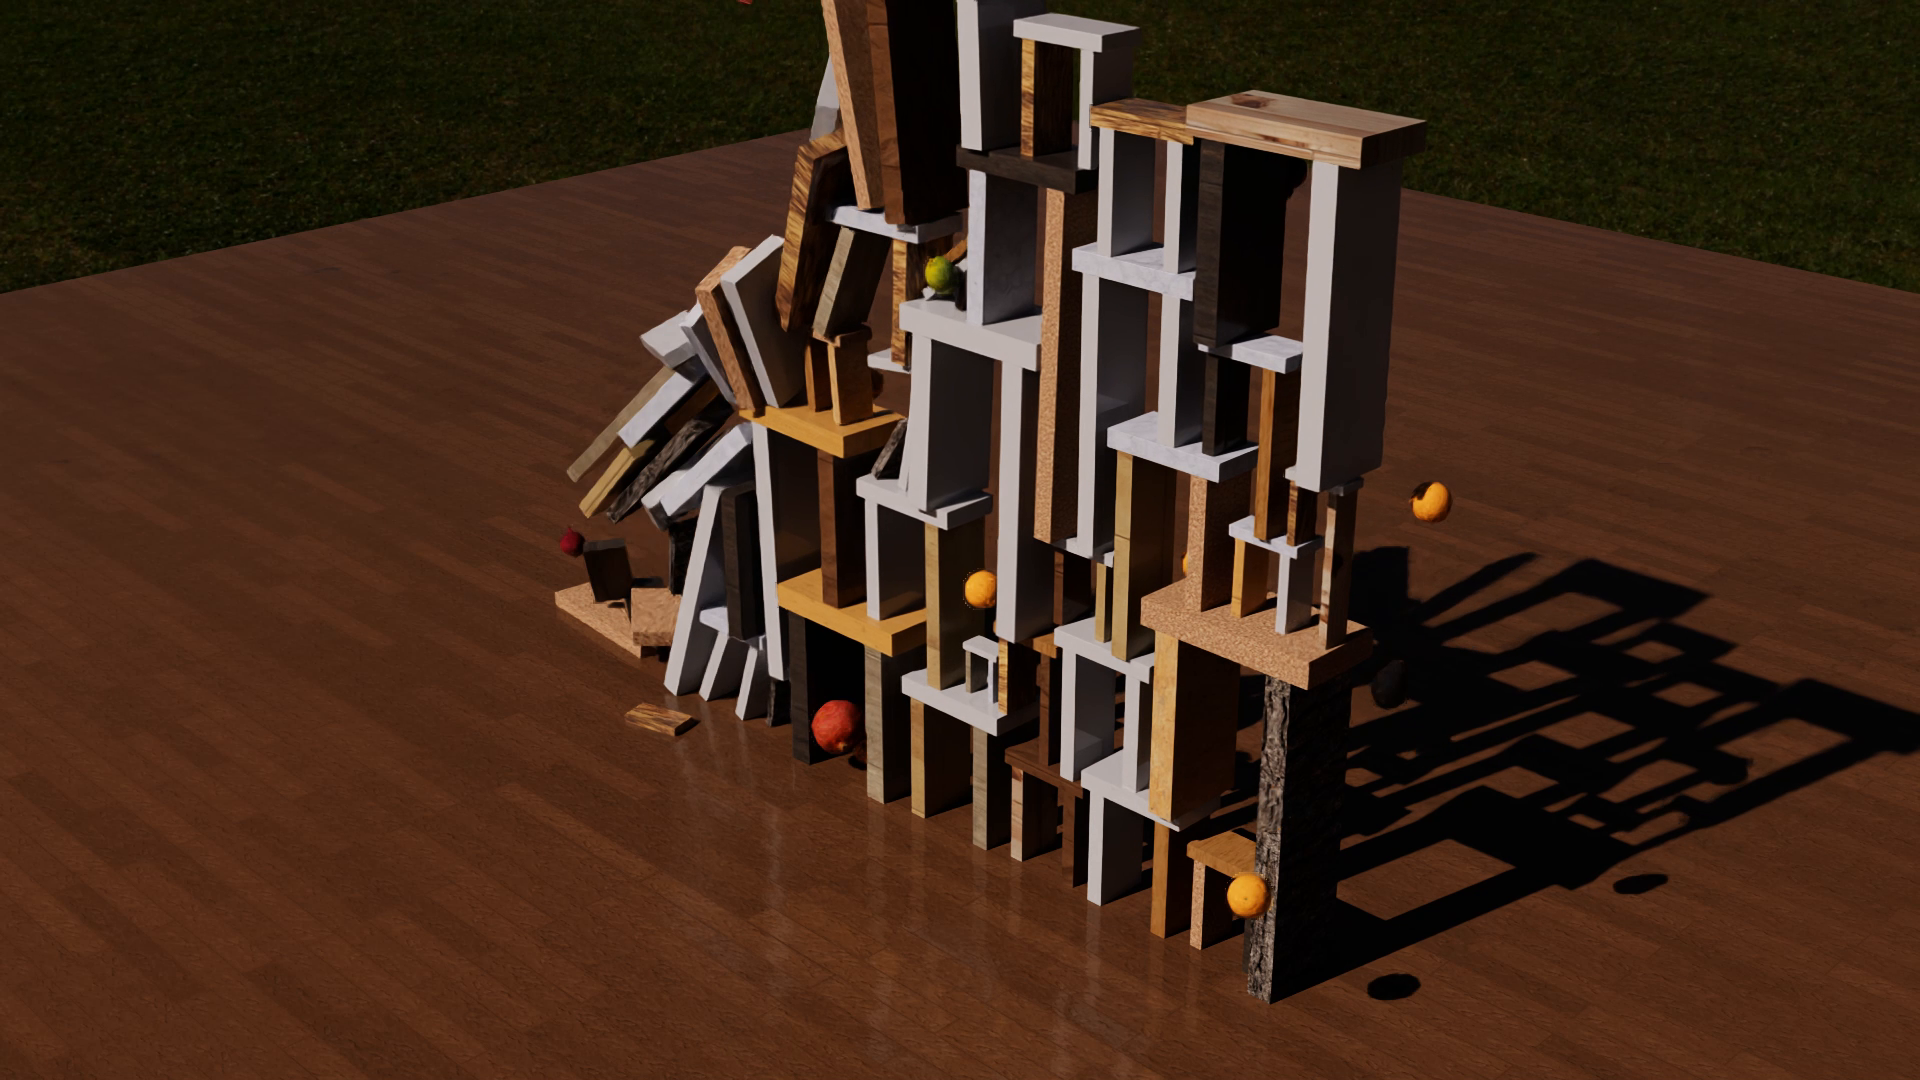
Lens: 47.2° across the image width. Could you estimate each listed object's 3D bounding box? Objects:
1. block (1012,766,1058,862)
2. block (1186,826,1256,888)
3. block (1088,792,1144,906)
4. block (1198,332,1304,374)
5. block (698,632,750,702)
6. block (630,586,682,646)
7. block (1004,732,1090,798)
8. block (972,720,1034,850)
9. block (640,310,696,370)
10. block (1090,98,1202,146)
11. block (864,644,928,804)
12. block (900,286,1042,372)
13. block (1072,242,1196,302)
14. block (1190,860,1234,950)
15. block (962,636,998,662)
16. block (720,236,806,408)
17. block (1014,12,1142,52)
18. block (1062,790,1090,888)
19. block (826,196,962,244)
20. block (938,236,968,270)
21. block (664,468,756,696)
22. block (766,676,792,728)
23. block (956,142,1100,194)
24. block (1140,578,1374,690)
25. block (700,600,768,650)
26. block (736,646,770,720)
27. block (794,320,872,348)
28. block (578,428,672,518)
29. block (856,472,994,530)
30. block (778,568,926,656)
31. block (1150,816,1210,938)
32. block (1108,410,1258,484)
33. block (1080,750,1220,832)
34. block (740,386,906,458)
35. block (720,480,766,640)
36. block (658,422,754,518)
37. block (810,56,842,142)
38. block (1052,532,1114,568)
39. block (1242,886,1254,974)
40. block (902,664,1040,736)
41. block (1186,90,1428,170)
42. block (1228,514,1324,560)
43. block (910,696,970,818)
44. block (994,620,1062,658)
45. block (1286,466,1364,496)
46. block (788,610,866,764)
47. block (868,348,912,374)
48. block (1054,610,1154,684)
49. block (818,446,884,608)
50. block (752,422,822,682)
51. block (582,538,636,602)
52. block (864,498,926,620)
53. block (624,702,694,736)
[{"bbox_3d":[0.146,0.516,4.286,0.101,0.202,0.029,-21,31,-41],"label":"block"},{"bbox_3d":[0.504,0.570,3.925,0.180,0.025,0.090,21,31,41],"label":"block"},{"bbox_3d":[0.294,0.560,4.140,0.033,0.235,0.117,21,31,41],"label":"block"},{"bbox_3d":[0.484,-0.311,3.566,0.176,0.025,0.088,21,31,41],"label":"block"},{"bbox_3d":[-0.507,0.260,4.885,0.106,0.212,0.030,-22,56,-42],"label":"block"},{"bbox_3d":[-0.709,0.176,5.150,0.118,0.034,0.237,-1,25,-10],"label":"block"},{"bbox_3d":[0.193,0.429,4.197,0.202,0.029,0.101,21,31,41],"label":"block"},{"bbox_3d":[0.085,0.467,4.325,0.037,0.262,0.131,21,31,41],"label":"block"},{"bbox_3d":[-0.589,-0.420,4.590,0.113,0.032,0.227,-31,24,-10],"label":"block"},{"bbox_3d":[0.328,-0.681,3.572,0.214,0.030,0.107,21,31,39],"label":"block"},{"bbox_3d":[-0.112,0.350,4.493,0.172,0.345,0.049,-21,31,-41],"label":"block"},{"bbox_3d":[0.071,-0.387,3.985,0.343,0.049,0.171,22,31,40],"label":"block"},{"bbox_3d":[0.328,-0.457,3.679,0.261,0.037,0.130,21,31,40],"label":"block"},{"bbox_3d":[0.461,0.648,4.004,0.025,0.180,0.090,21,31,41],"label":"block"},{"bbox_3d":[0.054,0.210,4.250,0.091,0.013,0.045,21,31,40],"label":"block"},{"bbox_3d":[-0.365,-0.430,4.359,0.044,0.310,0.155,20,52,36],"label":"block"},{"bbox_3d":[0.194,-0.843,3.650,0.196,0.028,0.098,22,31,40],"label":"block"},{"bbox_3d":[0.241,0.553,4.199,0.029,0.202,0.101,21,31,41],"label":"block"},{"bbox_3d":[-0.124,-0.600,4.084,0.239,0.034,0.120,20,31,39],"label":"block"},{"bbox_3d":[0.019,-0.532,3.979,0.067,0.019,0.134,-29,-1,-33],"label":"block"},{"bbox_3d":[-0.528,0.094,4.831,0.164,0.570,0.046,-21,50,-40],"label":"block"},{"bbox_3d":[-0.386,0.340,4.789,0.066,0.131,0.019,-21,42,-40],"label":"block"},{"bbox_3d":[0.141,-0.651,3.785,0.277,0.039,0.139,22,31,40],"label":"block"},{"bbox_3d":[0.503,0.148,3.745,0.179,0.051,0.358,-21,31,-41],"label":"block"},{"bbox_3d":[-0.456,0.179,4.765,0.106,0.030,0.212,-21,30,-40],"label":"block"},{"bbox_3d":[-0.422,0.294,4.800,0.106,0.212,0.030,-18,49,-36],"label":"block"},{"bbox_3d":[-0.253,-0.416,4.328,0.079,0.022,0.158,-19,29,-36],"label":"block"},{"bbox_3d":[-0.747,-0.149,4.925,0.036,0.256,0.128,52,44,6],"label":"block"},{"bbox_3d":[-0.069,-0.087,4.266,0.252,0.036,0.126,21,31,41],"label":"block"},{"bbox_3d":[-0.194,0.137,4.493,0.172,0.049,0.345,-21,31,-40],"label":"block"},{"bbox_3d":[0.405,0.603,4.038,0.117,0.235,0.033,-21,31,-41],"label":"block"},{"bbox_3d":[0.383,-0.160,3.738,0.243,0.034,0.121,21,31,40],"label":"block"},{"bbox_3d":[0.349,0.458,4.037,0.235,0.033,0.117,21,31,40],"label":"block"},{"bbox_3d":[-0.278,-0.249,4.435,0.164,0.047,0.329,-20,31,-39],"label":"block"},{"bbox_3d":[-0.418,0.034,4.646,0.164,0.328,0.046,-20,29,-39],"label":"block"},{"bbox_3d":[-0.488,-0.161,4.675,0.164,0.046,0.328,-19,-13,-46],"label":"block"},{"bbox_3d":[-0.253,-0.822,4.235,0.042,0.147,0.294,11,33,-4],"label":"block"},{"bbox_3d":[0.243,0.008,3.968,0.076,0.022,0.153,-21,31,-41],"label":"block"},{"bbox_3d":[0.546,0.681,3.926,0.025,0.180,0.090,21,31,41],"label":"block"},{"bbox_3d":[0.024,0.305,4.325,0.262,0.037,0.131,21,31,41],"label":"block"},{"bbox_3d":[0.530,-0.634,3.385,0.166,0.047,0.332,-21,31,-40],"label":"block"},{"bbox_3d":[0.525,-0.007,3.656,0.071,0.020,0.141,-21,31,-41],"label":"block"},{"bbox_3d":[-0.038,0.418,4.439,0.037,0.262,0.131,21,31,41],"label":"block"},{"bbox_3d":[0.149,0.176,4.137,0.081,0.023,0.162,-21,31,-41],"label":"block"},{"bbox_3d":[0.586,-0.100,3.538,0.113,0.016,0.057,21,31,40],"label":"block"},{"bbox_3d":[-0.280,0.285,4.648,0.049,0.345,0.172,19,29,37],"label":"block"},{"bbox_3d":[-0.092,-0.339,4.171,0.159,0.023,0.080,14,26,43],"label":"block"},{"bbox_3d":[0.294,0.193,3.993,0.114,0.032,0.229,-21,31,-40],"label":"block"},{"bbox_3d":[-0.204,-0.041,4.429,0.164,0.328,0.047,-20,30,-39],"label":"block"},{"bbox_3d":[-0.342,0.005,4.627,0.047,0.572,0.164,18,29,41],"label":"block"},{"bbox_3d":[-0.828,0.072,5.202,0.097,0.194,0.028,-7,51,-4],"label":"block"},{"bbox_3d":[-0.129,0.023,4.376,0.126,0.252,0.036,-21,31,-40],"label":"block"},{"bbox_3d":[-0.659,0.392,4.812,0.134,0.019,0.067,12,26,27],"label":"block"}]
